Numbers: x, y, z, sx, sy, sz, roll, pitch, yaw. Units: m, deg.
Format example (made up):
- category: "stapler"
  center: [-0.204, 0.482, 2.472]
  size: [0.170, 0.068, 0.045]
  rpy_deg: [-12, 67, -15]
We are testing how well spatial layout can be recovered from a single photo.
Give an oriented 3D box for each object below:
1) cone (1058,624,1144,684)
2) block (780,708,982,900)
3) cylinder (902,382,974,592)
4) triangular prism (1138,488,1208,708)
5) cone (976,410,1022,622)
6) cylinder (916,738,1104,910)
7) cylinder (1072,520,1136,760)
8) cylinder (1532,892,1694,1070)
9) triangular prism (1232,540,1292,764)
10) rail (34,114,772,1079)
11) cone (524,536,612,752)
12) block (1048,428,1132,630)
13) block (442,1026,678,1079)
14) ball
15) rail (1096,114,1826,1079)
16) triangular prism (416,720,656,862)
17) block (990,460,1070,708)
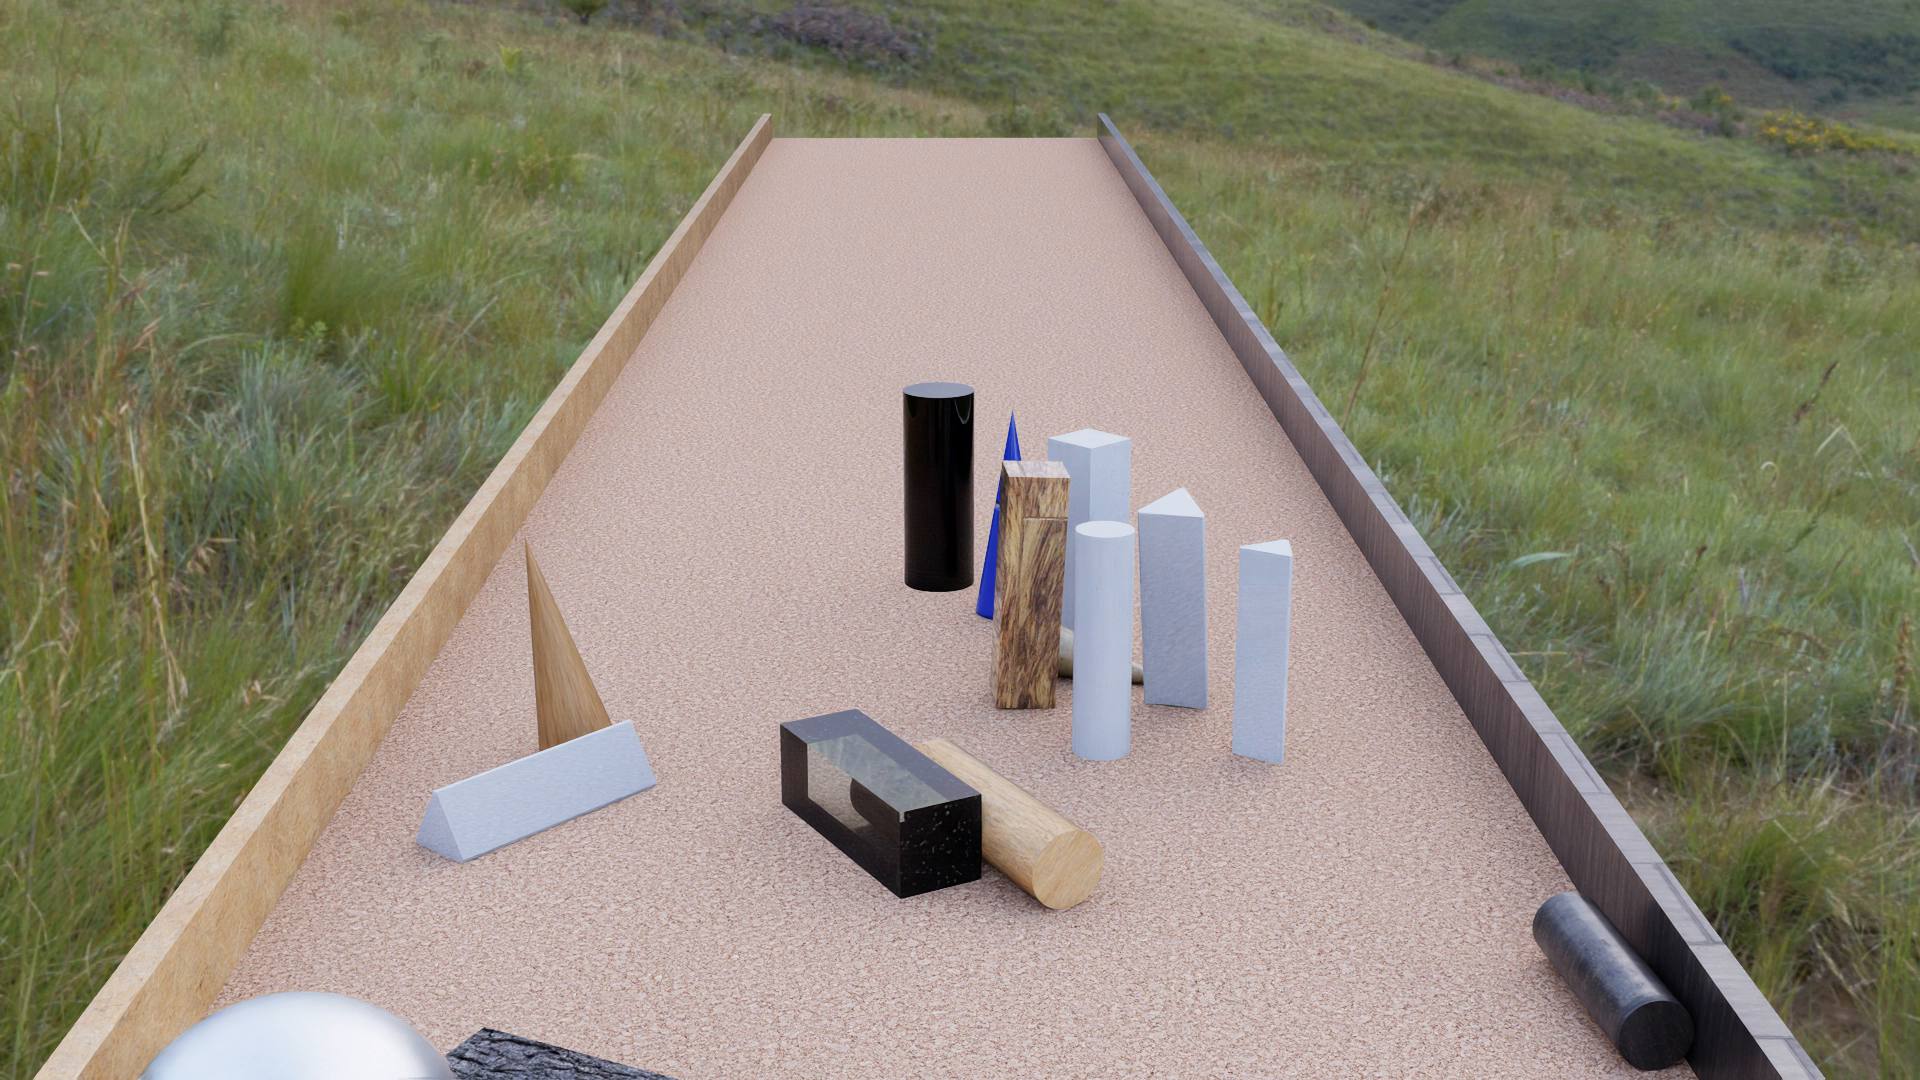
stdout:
- category: "cone"
  center: [0.291, 0.246, 4.299]
  size: [0.305, 0.117, 0.117]
  rpy_deg: [16, 20, 13]
- category: "block"
  center: [-0.134, 0.419, 3.564]
  size: [0.144, 0.144, 0.425]
  rpy_deg: [-9, 19, -28]
- category: "cylinder"
  center: [-0.047, -0.117, 4.853]
  size: [0.157, 0.438, 0.157]
  rpy_deg: [0, 17, 0]
- category: "triangular prism"
  center: [0.410, 0.109, 4.113]
  size: [0.122, 0.411, 0.105]
  rpy_deg: [5, 30, 17]
- category: "cone"
  center: [0.110, -0.060, 4.648]
  size: [0.154, 0.445, 0.154]
  rpy_deg: [0, 17, 0]
- category: "cylinder"
  center: [0.059, 0.446, 3.505]
  size: [0.127, 0.127, 0.428]
  rpy_deg: [-9, 19, -28]
- category: "cylinder"
  center: [0.253, 0.179, 3.899]
  size: [0.104, 0.414, 0.104]
  rpy_deg: [0, 17, 0]
- category: "cylinder"
  center: [0.893, 0.601, 3.025]
  size: [0.103, 0.103, 0.324]
  rpy_deg: [-2, 17, -5]
- category: "triangular prism"
  center: [0.553, 0.194, 3.898]
  size: [0.100, 0.385, 0.086]
  rpy_deg: [11, 20, 32]
- category: "rail"
  center: [-1.118, -0.838, 7.780]
  size: [0.050, 0.150, 12.000]
  rpy_deg: [0, 17, -1]
- category: "cone"
  center: [-0.723, 0.180, 3.894]
  size: [0.141, 0.395, 0.141]
  rpy_deg: [-11, 14, 3]
- category: "block"
  center: [0.255, 0.014, 4.398]
  size: [0.116, 0.447, 0.116]
  rpy_deg: [-15, 22, -41]
- category: "block"
  center: [-0.477, 0.709, 2.557]
  size: [0.302, 0.163, 0.163]
  rpy_deg: [8, 18, 25]
- category: "ball"
  center: [-0.700, 0.669, 2.307]
  size: [0.382, 0.382, 0.382]
  rpy_deg: [0, 17, 0]
- category: "rail"
  center: [0.932, -0.844, 7.801]
  size: [0.050, 0.150, 12.000]
  rpy_deg: [0, 17, -1]
- category: "triangular prism"
  center: [-0.704, 0.406, 3.667]
  size: [0.122, 0.105, 0.411]
  rpy_deg: [13, 21, 38]
- category: "block"
  center: [0.130, 0.085, 4.138]
  size: [0.113, 0.452, 0.113]
  rpy_deg: [1, 17, -6]
